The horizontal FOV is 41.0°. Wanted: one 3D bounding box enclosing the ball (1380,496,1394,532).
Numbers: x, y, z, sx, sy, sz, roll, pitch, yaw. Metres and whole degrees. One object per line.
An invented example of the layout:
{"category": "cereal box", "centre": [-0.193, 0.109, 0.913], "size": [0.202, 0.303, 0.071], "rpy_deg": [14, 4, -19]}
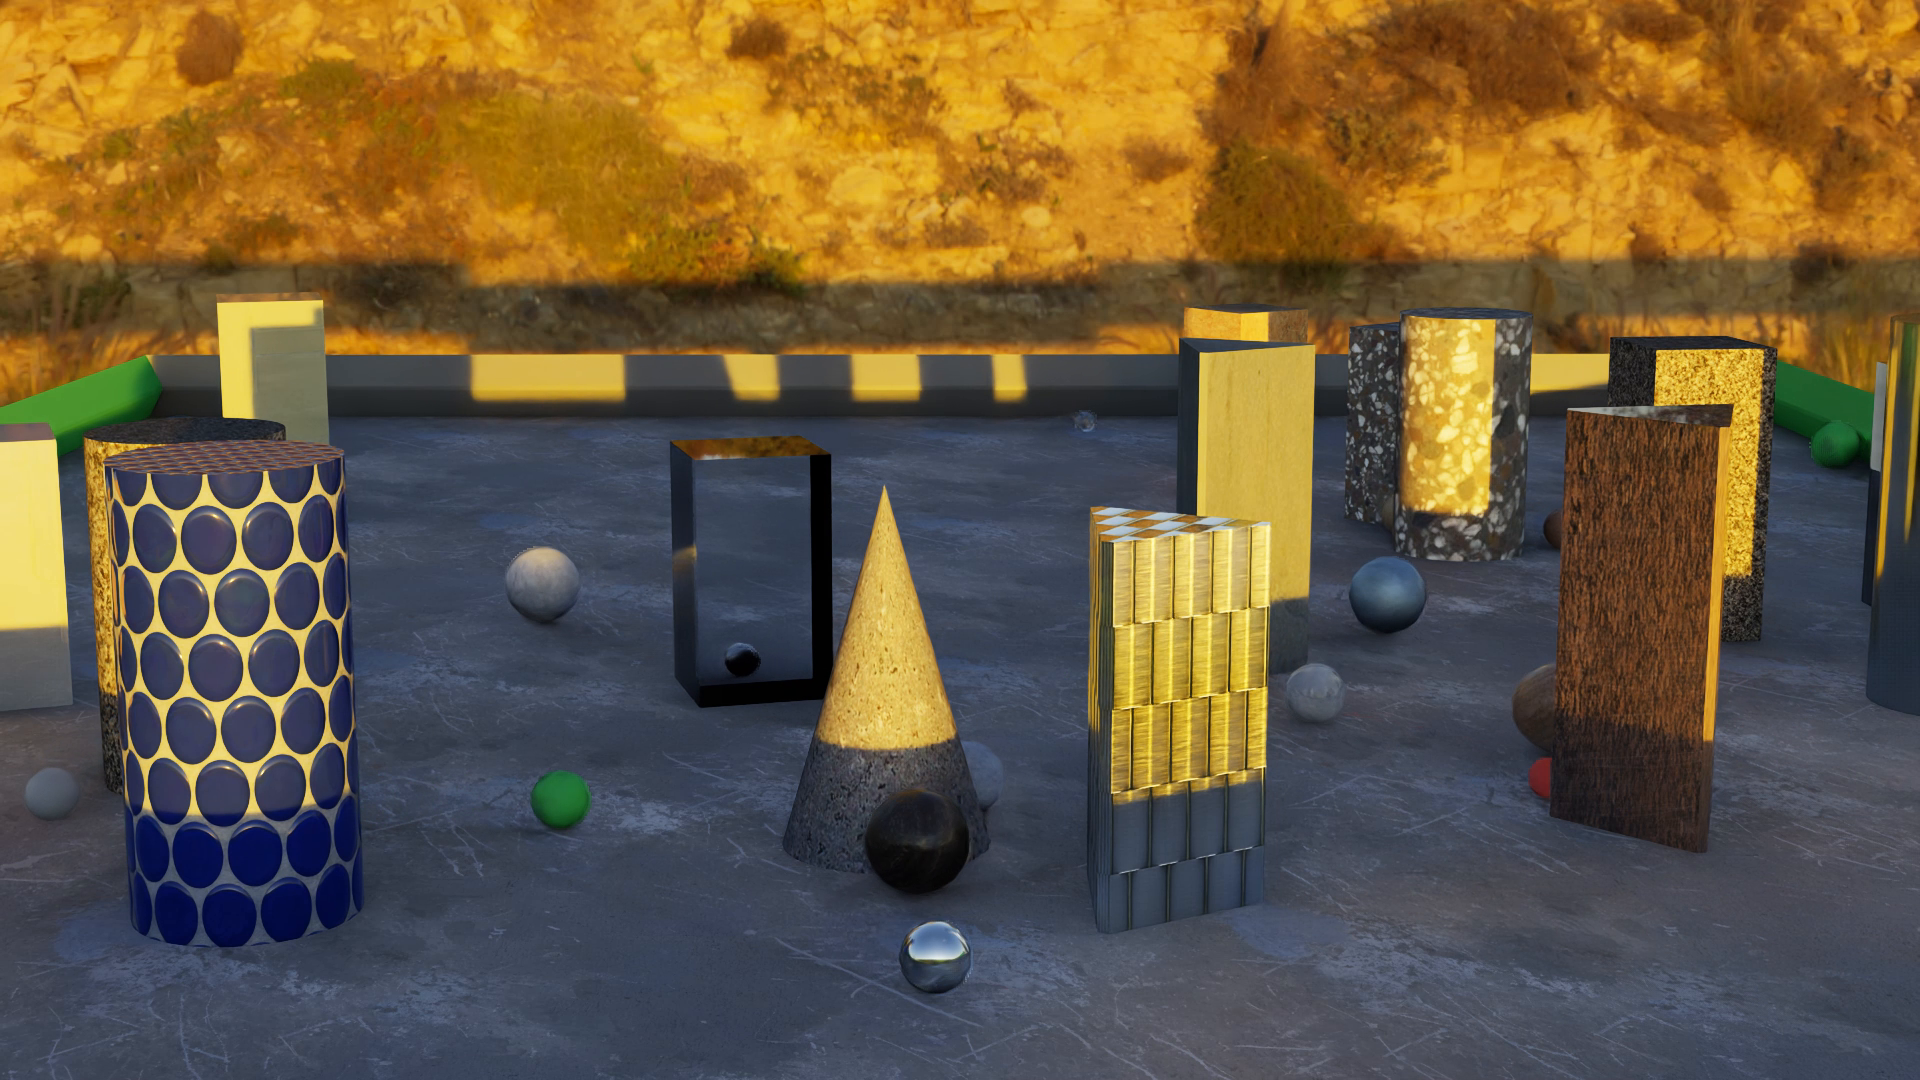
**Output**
{"category": "ball", "centre": [0.692, -0.040, 4.014], "size": [0.067, 0.067, 0.067], "rpy_deg": [0, 10, 0]}

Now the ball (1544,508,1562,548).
{"category": "ball", "centre": [0.920, -0.018, 3.909], "size": [0.062, 0.062, 0.062], "rpy_deg": [0, 10, 0]}

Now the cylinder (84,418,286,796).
{"category": "cylinder", "centre": [-0.786, 0.066, 2.635], "size": [0.197, 0.361, 0.197], "rpy_deg": [0, 10, 0]}

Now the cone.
{"category": "cone", "centre": [-0.070, 0.118, 2.405], "size": [0.197, 0.344, 0.197], "rpy_deg": [0, 10, 0]}

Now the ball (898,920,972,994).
{"category": "ball", "centre": [-0.020, 0.331, 2.038], "size": [0.057, 0.057, 0.057], "rpy_deg": [0, 10, 0]}

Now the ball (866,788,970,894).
{"category": "ball", "centre": [-0.038, 0.268, 2.283], "size": [0.093, 0.093, 0.093], "rpy_deg": [0, 10, 0]}

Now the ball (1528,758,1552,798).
{"category": "ball", "centre": [0.592, 0.239, 2.580], "size": [0.041, 0.041, 0.041], "rpy_deg": [0, 10, 0]}

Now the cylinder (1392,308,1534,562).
{"category": "cylinder", "centre": [0.758, -0.163, 3.875], "size": [0.197, 0.360, 0.197], "rpy_deg": [0, 10, 0]}

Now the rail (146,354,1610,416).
{"category": "rail", "centre": [-0.011, -0.321, 5.357], "size": [3.382, 0.128, 0.045], "rpy_deg": [0, 10, 0]}

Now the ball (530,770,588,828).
{"category": "ball", "centre": [-0.387, 0.250, 2.480], "size": [0.055, 0.055, 0.055], "rpy_deg": [0, 10, 0]}

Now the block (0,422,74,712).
{"category": "block", "centre": [-1.126, 0.030, 2.973], "size": [0.158, 0.308, 0.158], "rpy_deg": [-4, 11, -22]}

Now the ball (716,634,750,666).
{"category": "ball", "centre": [-0.278, 0.135, 3.144], "size": [0.041, 0.041, 0.041], "rpy_deg": [0, 10, 0]}

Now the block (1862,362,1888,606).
{"category": "block", "centre": [1.321, -0.065, 3.424], "size": [0.158, 0.331, 0.158], "rpy_deg": [0, 10, -2]}

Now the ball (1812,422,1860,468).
{"category": "ball", "centre": [1.600, -0.173, 4.686], "size": [0.084, 0.084, 0.084], "rpy_deg": [0, 10, 0]}

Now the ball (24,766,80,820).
{"category": "ball", "centre": [-0.888, 0.247, 2.508], "size": [0.051, 0.051, 0.051], "rpy_deg": [0, 10, 0]}

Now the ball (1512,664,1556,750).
{"category": "ball", "centre": [0.641, 0.180, 2.756], "size": [0.093, 0.093, 0.093], "rpy_deg": [0, 10, 0]}

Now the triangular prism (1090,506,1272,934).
{"category": "triangular prism", "centre": [0.157, 0.148, 2.254], "size": [0.171, 0.338, 0.148], "rpy_deg": [-6, 12, -30]}

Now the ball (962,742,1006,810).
{"category": "ball", "centre": [0.010, 0.234, 2.528], "size": [0.071, 0.071, 0.071], "rpy_deg": [0, 10, 0]}

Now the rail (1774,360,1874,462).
{"category": "rail", "centre": [1.667, 0.031, 3.458], "size": [0.045, 0.128, 3.929], "rpy_deg": [0, 10, 0]}

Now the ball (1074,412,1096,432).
{"category": "ball", "centre": [0.251, -0.237, 5.146], "size": [0.042, 0.042, 0.042], "rpy_deg": [0, 10, 0]}

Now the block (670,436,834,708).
{"category": "block", "centre": [-0.246, 0.034, 3.014], "size": [0.158, 0.288, 0.158], "rpy_deg": [-3, 11, -16]}

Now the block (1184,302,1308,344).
{"category": "block", "centre": [0.516, -0.274, 4.656], "size": [0.158, 0.294, 0.158], "rpy_deg": [-7, 13, -34]}

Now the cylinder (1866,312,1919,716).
{"category": "cylinder", "centre": [1.155, -0.031, 2.936], "size": [0.197, 0.442, 0.197], "rpy_deg": [0, 10, 0]}

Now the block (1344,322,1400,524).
{"category": "block", "centre": [0.737, -0.187, 4.140], "size": [0.158, 0.312, 0.158], "rpy_deg": [-9, 14, -40]}

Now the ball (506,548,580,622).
{"category": "ball", "centre": [-0.552, 0.059, 3.397], "size": [0.098, 0.098, 0.098], "rpy_deg": [0, 10, 0]}

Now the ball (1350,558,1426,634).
{"category": "ball", "centre": [0.555, 0.071, 3.328], "size": [0.099, 0.099, 0.099], "rpy_deg": [0, 10, 0]}

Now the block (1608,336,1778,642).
{"category": "block", "centre": [0.938, -0.068, 3.319], "size": [0.158, 0.376, 0.158], "rpy_deg": [-1, 11, -7]}

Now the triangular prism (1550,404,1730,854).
{"category": "triangular prism", "centre": [0.692, 0.075, 2.475], "size": [0.148, 0.402, 0.171], "rpy_deg": [-9, 14, -41]}

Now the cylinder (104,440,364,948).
{"category": "cylinder", "centre": [-0.621, 0.126, 2.205], "size": [0.197, 0.400, 0.197], "rpy_deg": [0, 10, 0]}

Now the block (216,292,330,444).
{"category": "block", "centre": [-1.086, -0.201, 4.065], "size": [0.158, 0.366, 0.158], "rpy_deg": [-3, 11, -16]}

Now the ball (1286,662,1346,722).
{"category": "ball", "centre": [0.399, 0.171, 2.876], "size": [0.067, 0.067, 0.067], "rpy_deg": [0, 10, 0]}

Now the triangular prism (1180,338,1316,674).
{"category": "triangular prism", "centre": [0.312, -0.041, 3.116], "size": [0.171, 0.397, 0.148], "rpy_deg": [-7, 13, -33]}

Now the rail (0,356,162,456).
{"category": "rail", "centre": [-1.667, 0.035, 3.439], "size": [0.045, 0.128, 3.929], "rpy_deg": [0, 10, 0]}
